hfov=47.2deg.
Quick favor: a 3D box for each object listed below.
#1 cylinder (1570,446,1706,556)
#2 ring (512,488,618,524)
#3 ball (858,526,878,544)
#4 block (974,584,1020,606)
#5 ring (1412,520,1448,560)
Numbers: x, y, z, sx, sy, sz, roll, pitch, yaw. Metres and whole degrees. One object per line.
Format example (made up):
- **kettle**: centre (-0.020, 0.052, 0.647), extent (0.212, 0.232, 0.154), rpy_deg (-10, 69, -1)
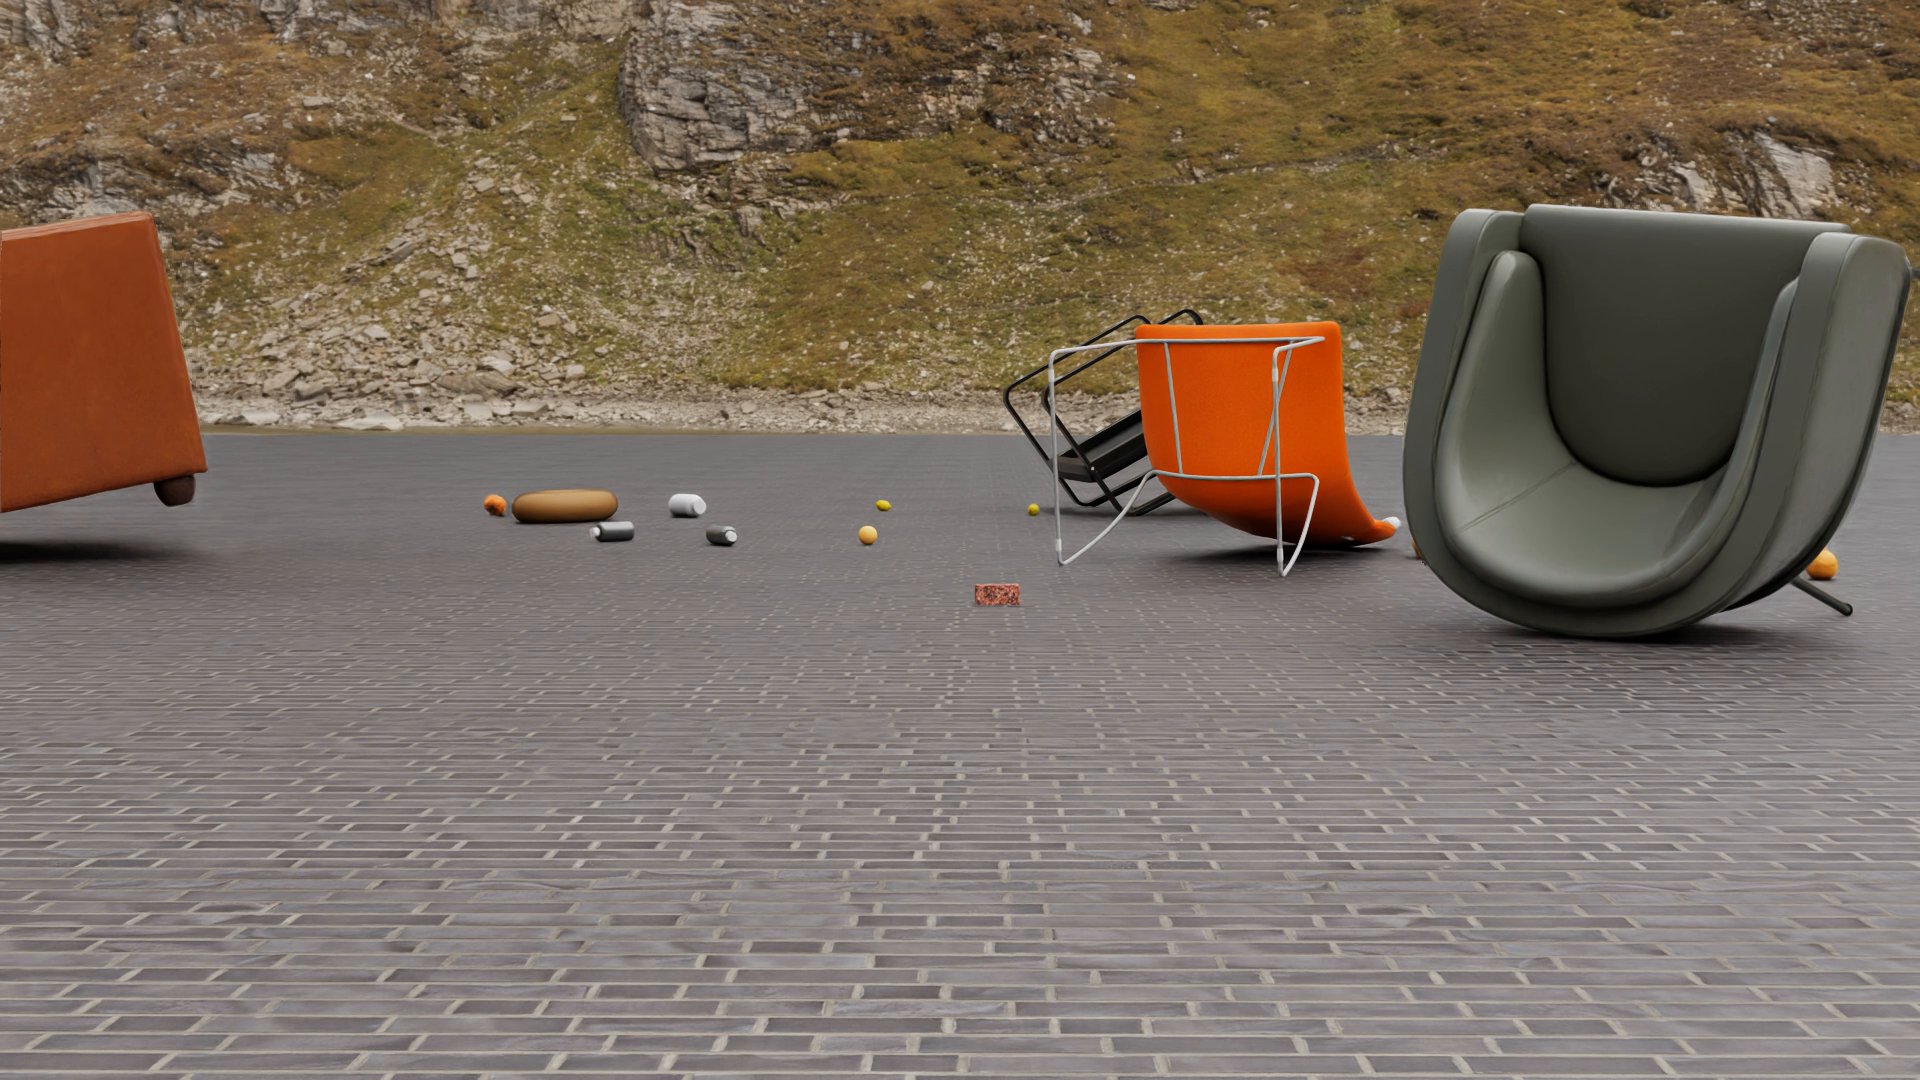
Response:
- **cylinder**: centre (1.817, -0.105, 5.912), extent (0.278, 0.296, 0.297), rpy_deg (0, 26, 1)
- **ring**: centre (-1.344, -0.116, 7.491), extent (0.266, 0.104, 0.413), rpy_deg (2, 5, 39)
- **ball**: centre (-0.266, -0.014, 6.347), extent (0.055, 0.055, 0.055), rpy_deg (0, 4, 0)
- **block**: centre (0.078, 0.114, 4.594), extent (0.091, 0.041, 0.034), rpy_deg (0, 4, -4)
- **ring**: centre (1.251, 0.000, 5.857), extent (0.095, 0.057, 0.213), rpy_deg (-34, 10, 17)
